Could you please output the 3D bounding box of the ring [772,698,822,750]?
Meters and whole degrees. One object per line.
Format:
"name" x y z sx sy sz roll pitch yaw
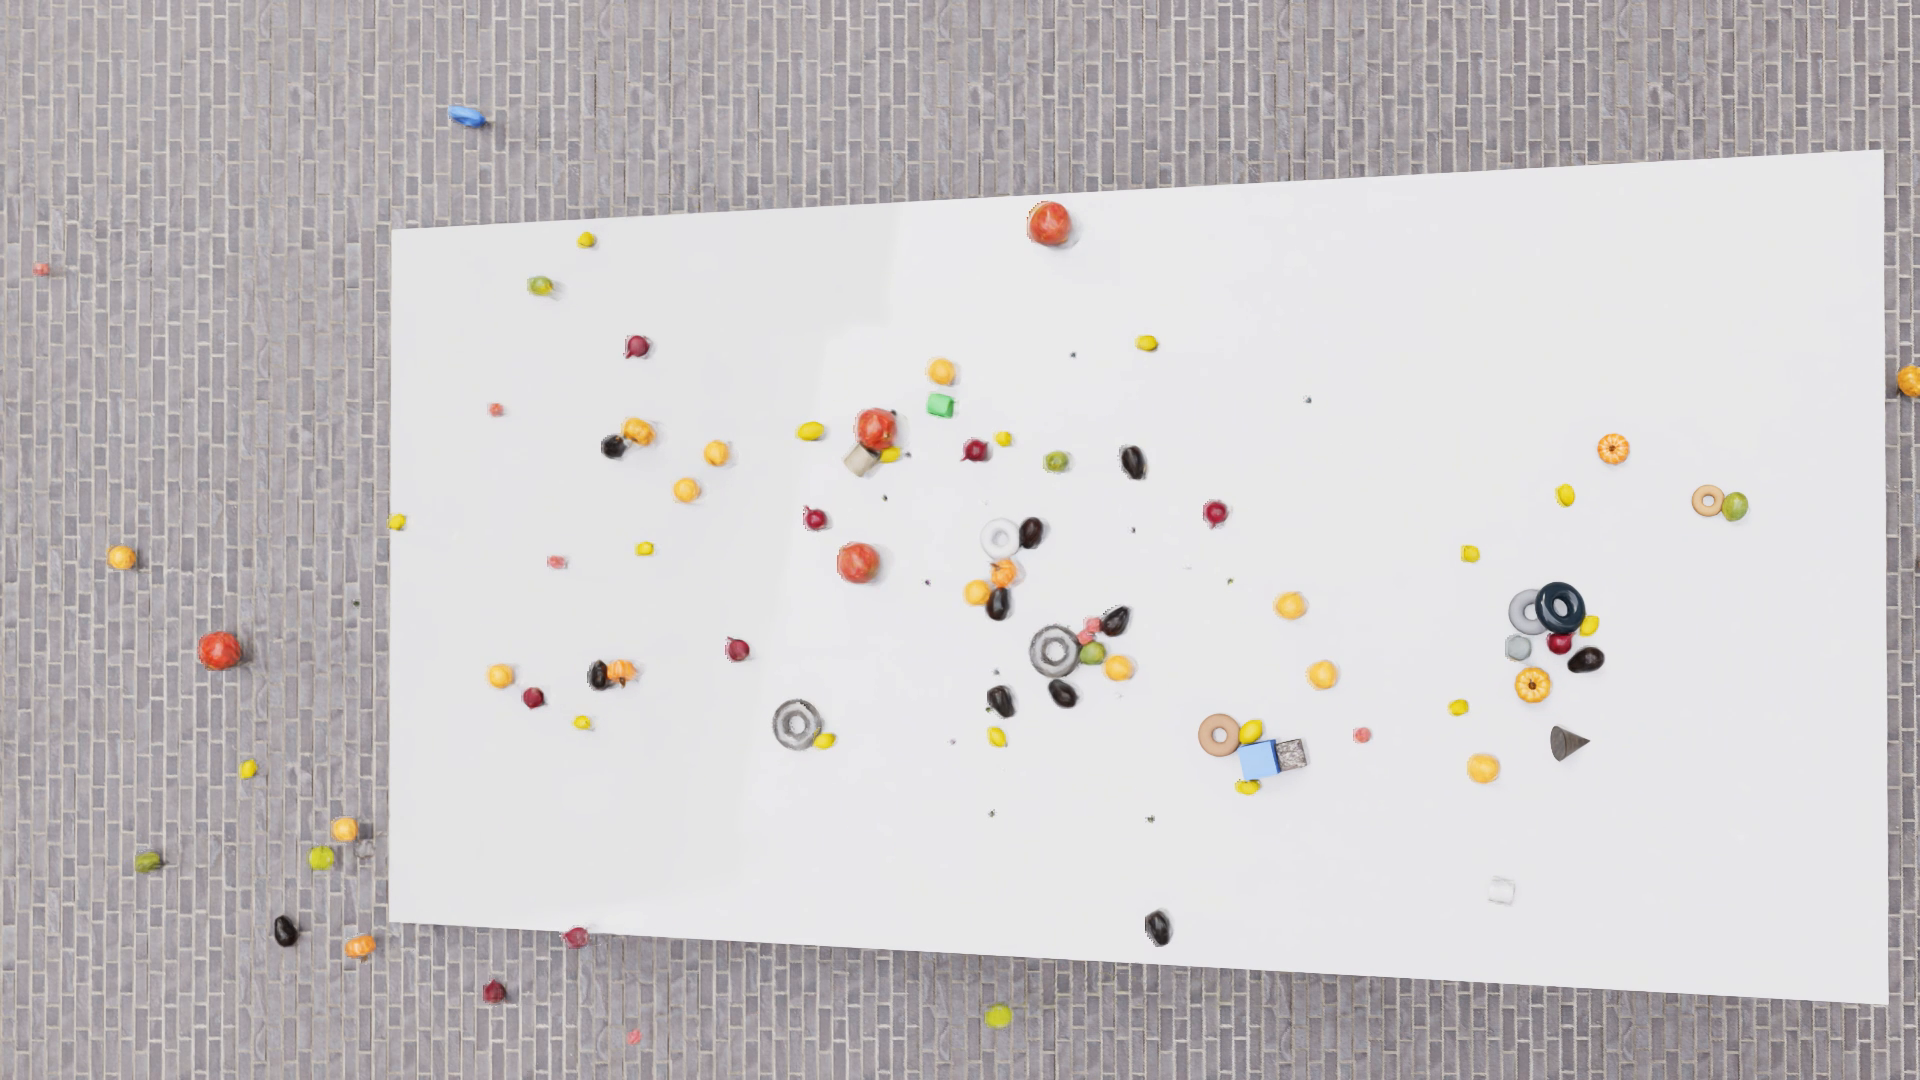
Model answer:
"ring" -0.441 0.499 5.942 0.143 0.048 0.143 0 90 17

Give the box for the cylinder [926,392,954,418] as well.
"cylinder" -0.052 -0.357 5.825 0.057 0.057 0.057 14 89 17

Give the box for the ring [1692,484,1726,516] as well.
"ring" 1.788 -0.094 5.253 0.077 0.026 0.077 0 90 18

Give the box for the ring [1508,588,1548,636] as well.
"ring" 1.396 0.176 5.367 0.114 0.038 0.114 -1 88 17

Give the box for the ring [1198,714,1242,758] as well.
"ring" 0.661 0.497 5.597 0.111 0.037 0.111 0 90 17

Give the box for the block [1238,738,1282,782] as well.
"block" 0.756 0.554 5.541 0.084 0.084 0.084 -14 85 17

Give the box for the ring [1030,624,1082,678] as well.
"ring" 0.248 0.290 5.726 0.143 0.048 0.143 -1 88 19

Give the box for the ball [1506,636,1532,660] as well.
"ball" 1.364 0.264 5.364 0.061 0.061 0.061 0 89 0

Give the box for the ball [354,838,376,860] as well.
"ball" -1.716 0.892 6.338 0.060 0.060 0.060 0 89 0

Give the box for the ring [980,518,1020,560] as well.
"ring" 0.106 -0.003 5.781 0.111 0.037 0.111 0 90 17

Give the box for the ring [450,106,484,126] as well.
"ring" -1.437 -1.236 6.420 0.102 0.102 0.034 14 84 0

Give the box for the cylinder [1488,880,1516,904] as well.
"cylinder" 1.323 0.859 5.372 0.055 0.055 0.055 0 89 30

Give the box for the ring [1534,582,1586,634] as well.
"ring" 1.452 0.164 5.322 0.131 0.044 0.131 4 73 -15

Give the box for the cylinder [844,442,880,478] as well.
"cylinder" -0.265 -0.215 5.885 0.069 0.069 0.069 44 102 1

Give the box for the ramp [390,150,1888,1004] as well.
"ramp" 0.275 0.093 5.797 4.000 0.100 2.000 0 89 18
